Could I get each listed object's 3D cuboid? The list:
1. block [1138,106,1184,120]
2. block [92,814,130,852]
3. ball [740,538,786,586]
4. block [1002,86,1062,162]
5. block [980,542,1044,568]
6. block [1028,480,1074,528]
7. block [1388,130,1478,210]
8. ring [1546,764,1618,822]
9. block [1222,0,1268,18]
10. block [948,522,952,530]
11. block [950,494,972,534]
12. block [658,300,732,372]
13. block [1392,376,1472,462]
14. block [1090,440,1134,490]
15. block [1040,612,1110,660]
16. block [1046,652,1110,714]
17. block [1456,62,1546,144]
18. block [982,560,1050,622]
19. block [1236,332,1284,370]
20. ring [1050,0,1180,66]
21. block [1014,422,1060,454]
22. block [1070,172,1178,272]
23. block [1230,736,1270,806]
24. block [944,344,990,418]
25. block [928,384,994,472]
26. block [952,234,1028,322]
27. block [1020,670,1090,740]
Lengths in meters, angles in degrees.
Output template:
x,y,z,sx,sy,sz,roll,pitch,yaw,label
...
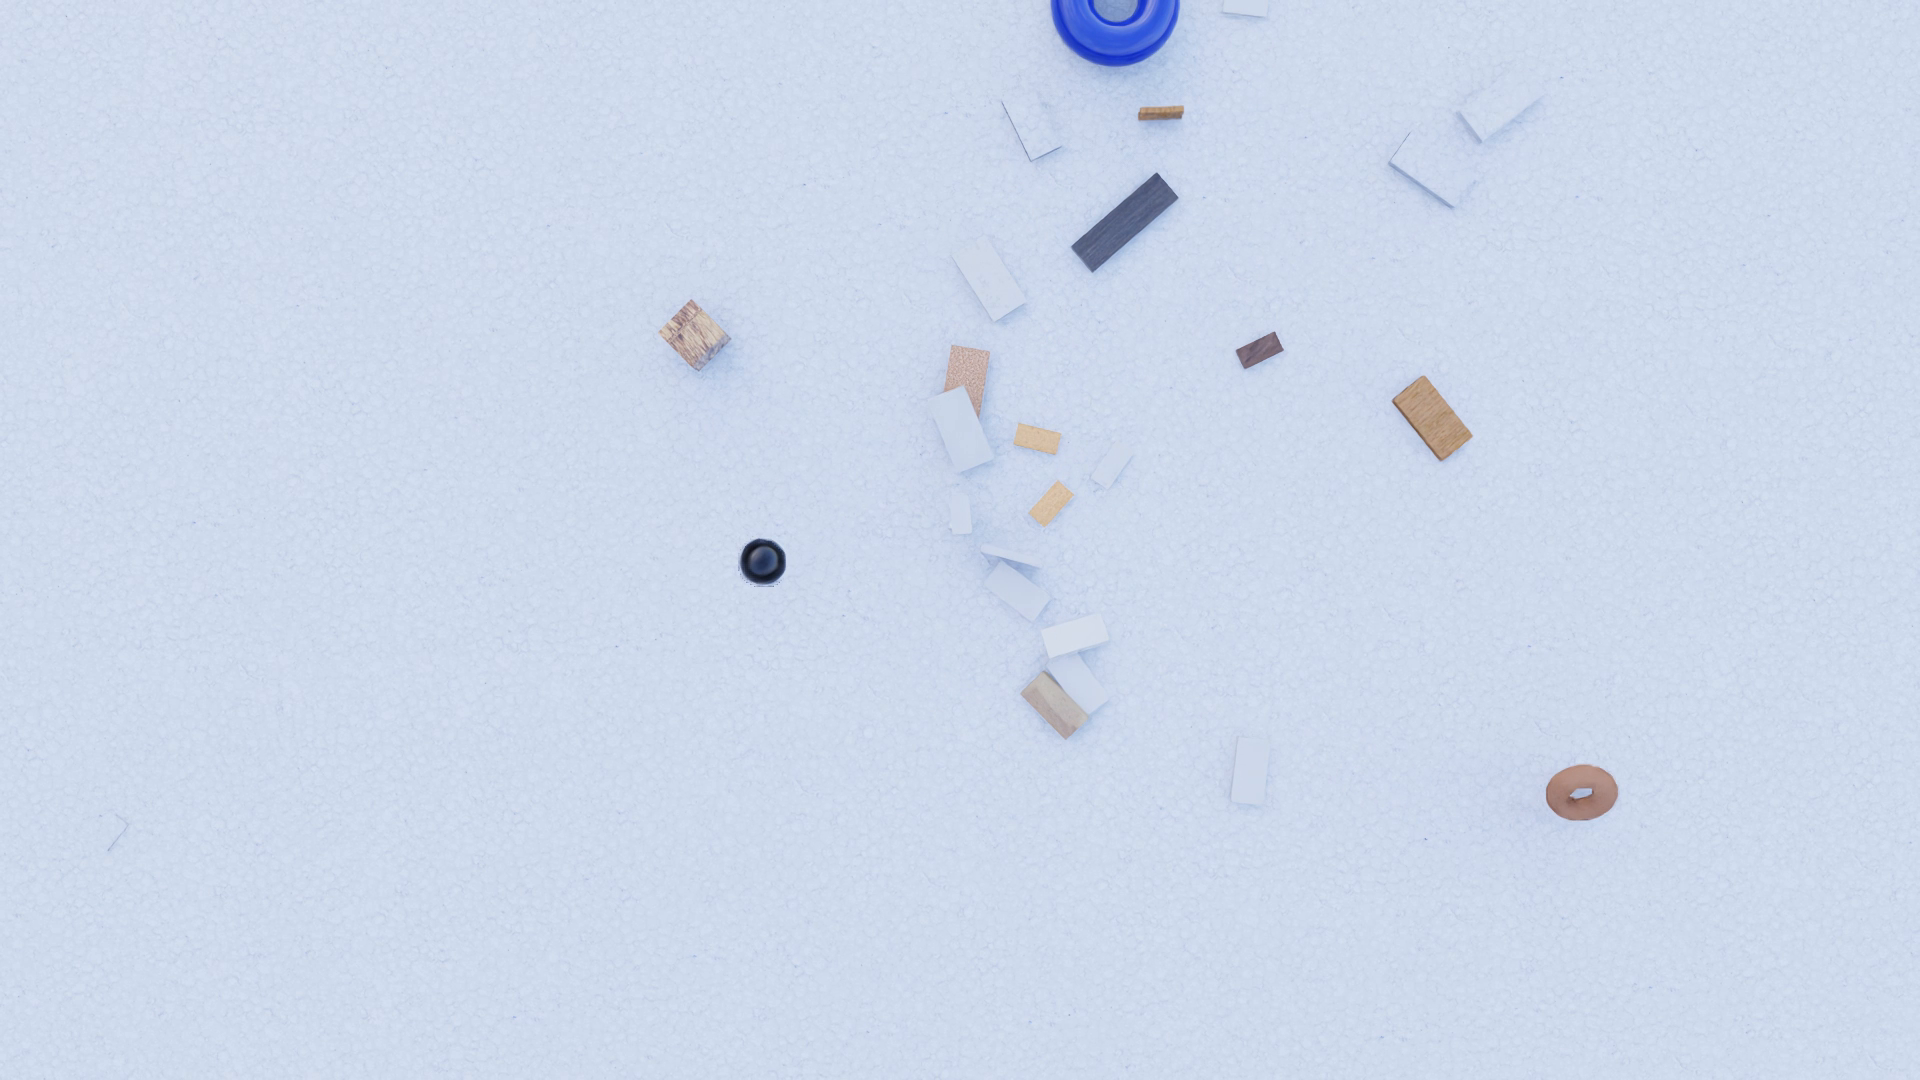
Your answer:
x,y,z,sx,sy,sz,roll,pitch,yaw,label
0.666,-1.414,5.463,0.143,0.072,0.020,-2,84,0,block
-2.826,0.975,5.492,0.057,0.016,0.114,39,90,0,block
-0.647,0.071,5.423,0.155,0.155,0.155,0,90,0,ball
0.237,-1.384,5.484,0.112,0.032,0.224,-26,90,0,block
0.169,0.049,5.448,0.207,0.104,0.029,15,90,0,block
0.303,-0.120,5.490,0.073,0.021,0.147,42,90,0,block
1.569,-1.232,5.482,0.261,0.037,0.131,35,90,0,block
2.042,0.832,5.419,0.226,0.075,0.226,3,126,4,ring
0.950,-1.783,5.490,0.147,0.021,0.073,7,90,0,block
-0.004,-0.044,5.436,0.064,0.128,0.018,4,88,0,block
0.002,-0.084,5.363,0.064,0.018,0.128,-5,90,0,block
-0.870,-0.671,5.422,0.156,0.156,0.156,-45,90,0,block
1.569,-0.405,5.482,0.131,0.037,0.261,-39,90,0,block
0.506,-0.250,5.490,0.072,0.020,0.153,35,90,0,block
0.382,0.320,5.465,0.207,0.029,0.103,-17,65,0,block
0.391,0.469,5.485,0.108,0.031,0.216,-37,90,0,block
1.798,-1.453,5.482,0.267,0.037,0.131,-38,90,0,block
0.189,0.169,5.485,0.207,0.029,0.104,37,90,0,block
0.997,-0.631,5.490,0.143,0.020,0.072,-26,90,0,block
0.511,-1.774,5.429,0.433,0.144,0.433,0,89,-1,ring
0.257,-0.336,5.490,0.147,0.021,0.073,14,90,0,block
0.547,-1.055,5.484,0.376,0.032,0.112,-41,90,0,block
0.965,0.766,5.485,0.108,0.031,0.216,7,90,0,block
0.014,-0.507,5.482,0.131,0.037,0.261,10,90,0,block
0.003,-0.367,5.446,0.131,0.037,0.261,-22,102,7,block
0.097,-0.867,5.482,0.130,0.037,0.261,-33,90,0,block
0.314,0.547,5.468,0.216,0.031,0.108,45,104,2,block
